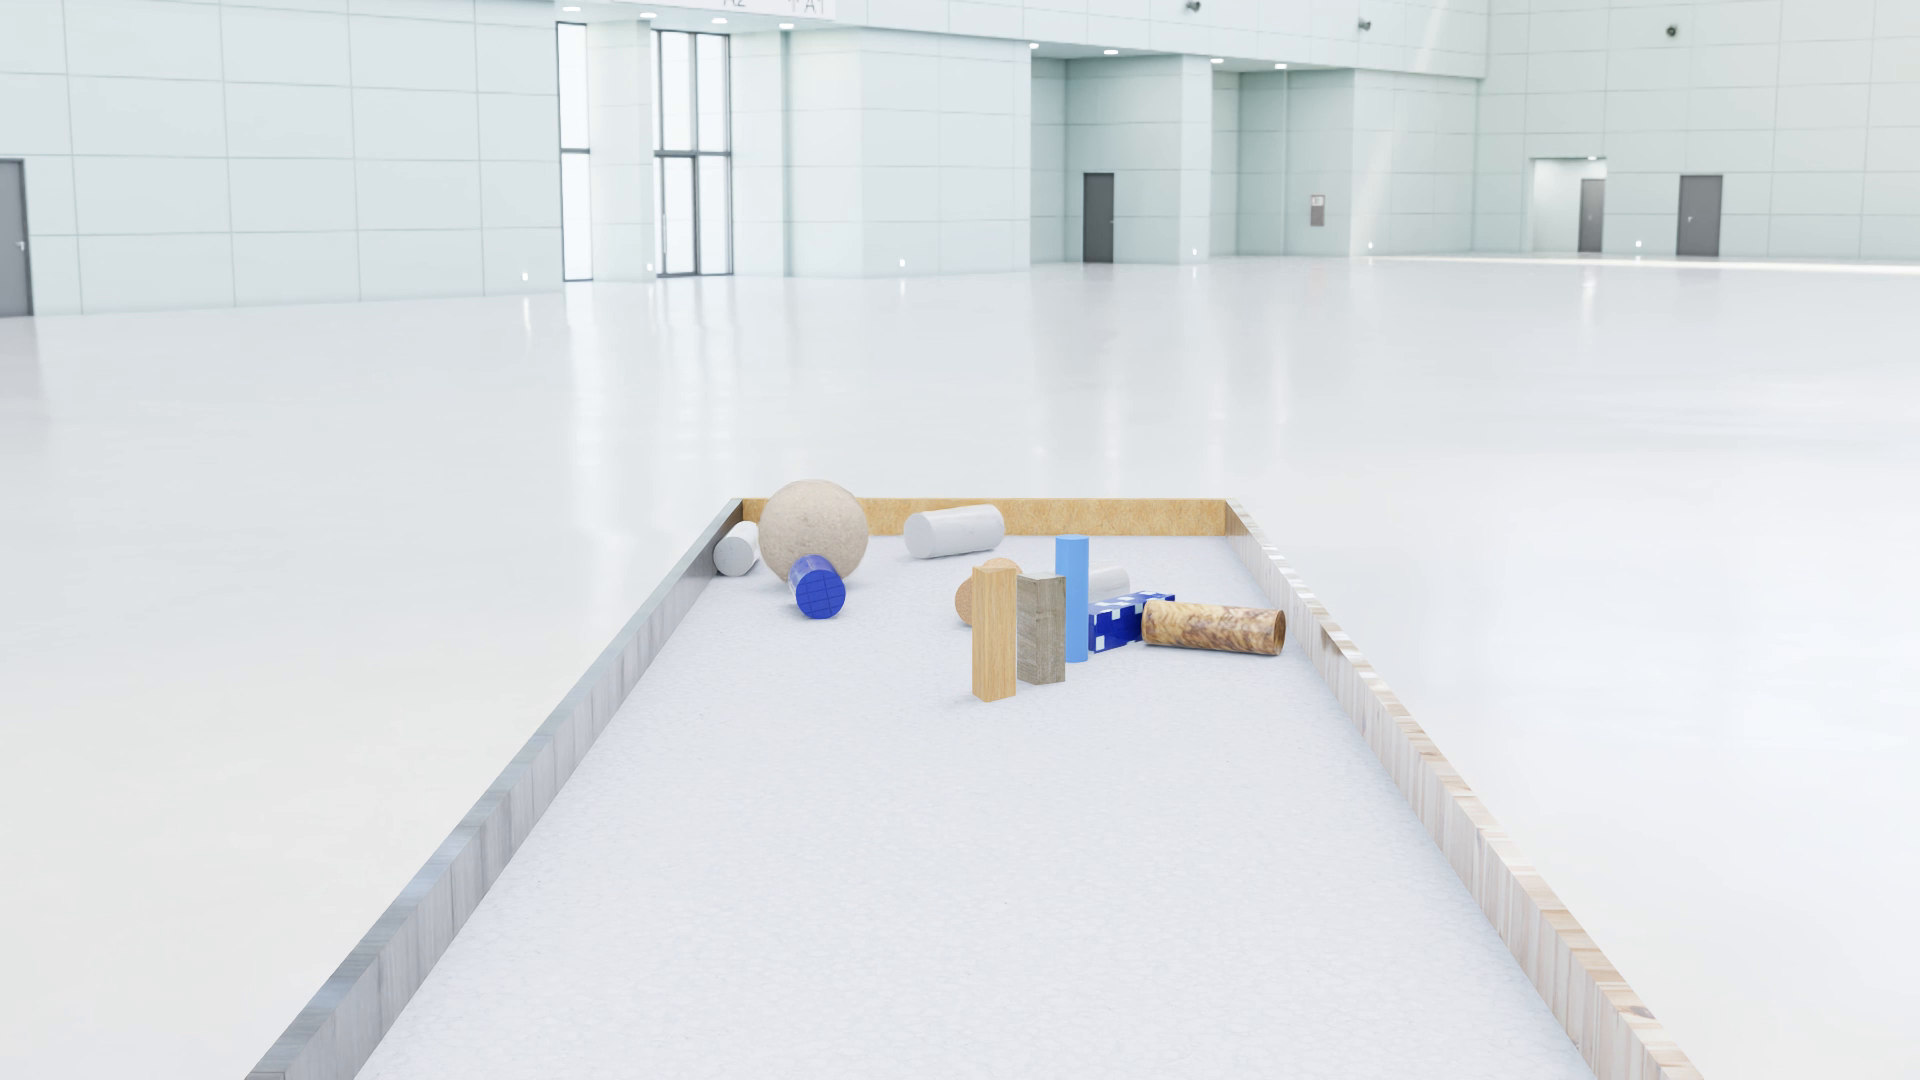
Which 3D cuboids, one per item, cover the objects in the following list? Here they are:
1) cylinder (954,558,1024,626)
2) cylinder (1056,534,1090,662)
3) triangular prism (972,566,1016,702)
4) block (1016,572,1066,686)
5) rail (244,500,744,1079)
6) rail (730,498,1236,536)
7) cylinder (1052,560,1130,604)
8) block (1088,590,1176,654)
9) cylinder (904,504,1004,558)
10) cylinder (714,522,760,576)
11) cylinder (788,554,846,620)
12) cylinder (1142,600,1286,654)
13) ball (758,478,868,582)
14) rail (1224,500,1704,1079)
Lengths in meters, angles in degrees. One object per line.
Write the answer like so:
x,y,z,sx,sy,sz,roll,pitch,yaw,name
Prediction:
0.103,0.173,7.374,0.170,0.170,0.392,2,9,11,cylinder
0.340,0.177,6.683,0.103,0.378,0.103,0,9,0,cylinder
0.076,0.260,6.195,0.107,0.367,0.124,8,12,42,triangular prism
0.236,0.256,6.402,0.103,0.310,0.103,-5,11,-31,block
-1.004,0.839,3.234,0.050,0.150,12.000,0,9,1,rail
0.099,-0.098,9.147,2.100,0.150,0.050,0,9,1,rail
0.372,0.177,7.357,0.168,0.168,0.441,8,12,40,cylinder
0.507,0.258,6.986,0.123,0.123,0.447,7,12,39,block
-0.022,-0.035,8.659,0.373,0.180,0.180,-8,12,-41,cylinder
-0.833,0.031,8.332,0.151,0.151,0.382,0,9,2,cylinder
-0.488,0.157,7.481,0.168,0.168,0.318,-1,9,-9,cylinder
0.790,0.271,6.854,0.425,0.139,0.139,4,10,24,cylinder
-0.527,-0.023,7.888,0.397,0.397,0.397,0,9,0,ball
1.046,0.843,3.208,0.050,0.150,12.000,0,9,1,rail
